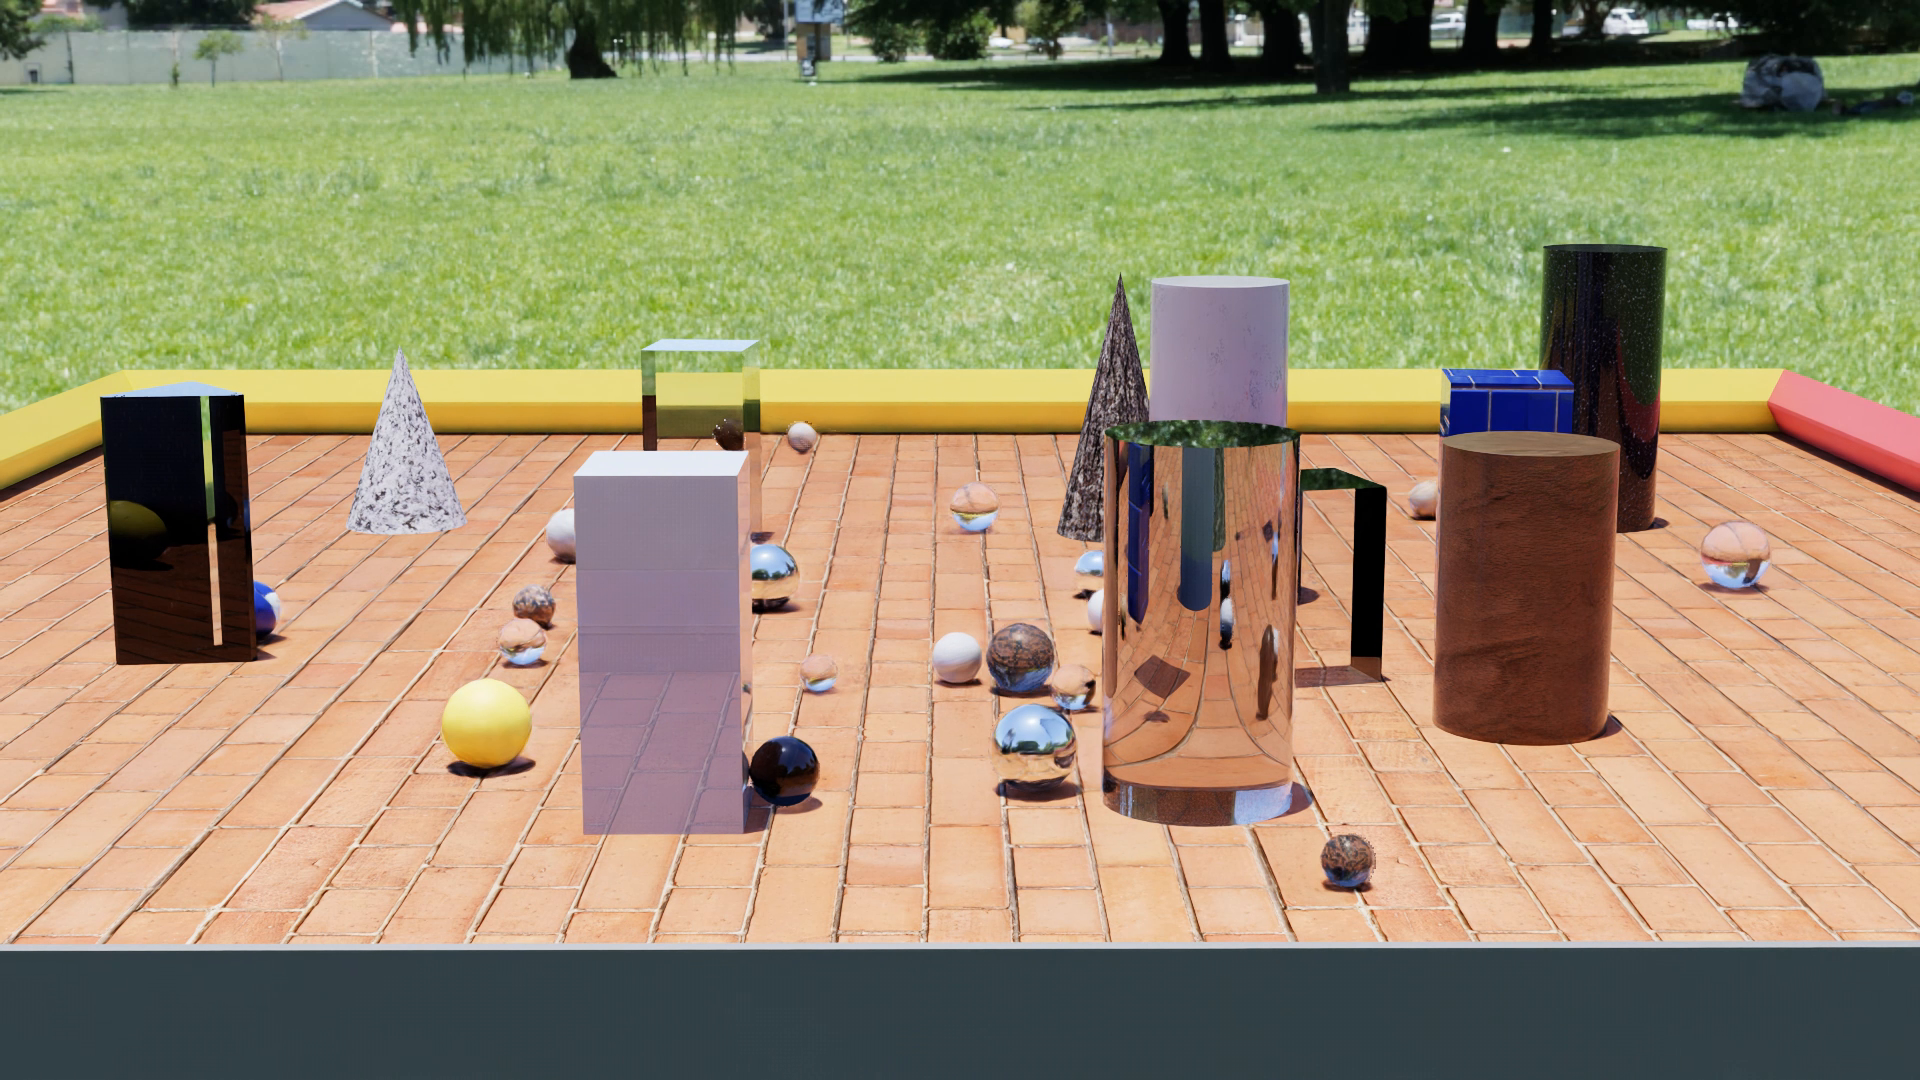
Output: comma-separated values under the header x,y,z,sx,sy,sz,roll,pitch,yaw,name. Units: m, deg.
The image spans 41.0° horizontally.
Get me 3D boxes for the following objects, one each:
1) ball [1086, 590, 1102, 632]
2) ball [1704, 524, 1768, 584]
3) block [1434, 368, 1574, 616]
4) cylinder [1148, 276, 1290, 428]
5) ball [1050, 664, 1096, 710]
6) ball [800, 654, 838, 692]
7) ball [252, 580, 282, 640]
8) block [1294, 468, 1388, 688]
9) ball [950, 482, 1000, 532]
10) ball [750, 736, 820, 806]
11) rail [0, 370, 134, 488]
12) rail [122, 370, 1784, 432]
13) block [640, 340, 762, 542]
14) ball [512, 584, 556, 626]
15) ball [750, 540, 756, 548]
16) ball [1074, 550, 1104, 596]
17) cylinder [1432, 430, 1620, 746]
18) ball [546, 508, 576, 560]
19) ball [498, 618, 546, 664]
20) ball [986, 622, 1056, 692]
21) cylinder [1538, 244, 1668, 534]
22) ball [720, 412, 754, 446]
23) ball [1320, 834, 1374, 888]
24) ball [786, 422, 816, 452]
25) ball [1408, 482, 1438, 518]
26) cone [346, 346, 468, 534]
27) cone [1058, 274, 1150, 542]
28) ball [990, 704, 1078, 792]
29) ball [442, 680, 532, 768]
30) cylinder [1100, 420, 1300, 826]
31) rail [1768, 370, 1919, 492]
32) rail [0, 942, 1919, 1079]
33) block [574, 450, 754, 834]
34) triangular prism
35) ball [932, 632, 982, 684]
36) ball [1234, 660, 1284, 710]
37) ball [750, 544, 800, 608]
x,y,z,sx,sy,sz,roll,pitch,yaw,name
0.194,0.092,3.308,0.061,0.061,0.061,0,11,0,ball
1.087,0.020,3.596,0.085,0.085,0.085,0,11,0,ball
0.705,-0.050,3.342,0.153,0.327,0.153,1,11,6,block
0.358,-0.144,3.565,0.191,0.430,0.191,0,11,0,cylinder
0.129,0.167,2.923,0.053,0.053,0.053,0,11,0,ball
-0.165,0.156,3.007,0.045,0.045,0.045,0,11,0,ball
-0.905,0.090,3.273,0.077,0.077,0.077,0,11,0,ball
0.407,0.044,3.084,0.153,0.236,0.153,-3,11,-15,block
0.023,-0.052,4.035,0.077,0.077,0.077,0,11,0,ball
-0.173,0.229,2.545,0.069,0.069,0.069,0,11,0,ball
-1.629,0.034,3.440,0.045,0.124,3.382,0,11,0,rail
-0.010,-0.273,5.088,3.306,0.124,0.045,0,11,0,rail
-0.393,-0.147,3.924,0.153,0.304,0.153,1,11,5,block
-0.556,0.087,3.345,0.056,0.056,0.056,0,11,0,ball
-0.307,0.032,3.605,0.068,0.068,0.068,0,11,0,ball
0.189,0.046,3.540,0.065,0.065,0.065,0,11,0,ball
0.624,0.050,2.835,0.191,0.316,0.191,0,11,0,cylinder
-0.574,-0.008,3.795,0.077,0.077,0.077,0,11,0,ball
-0.536,0.124,3.141,0.058,0.058,0.058,0,11,0,ball
0.071,0.138,3.005,0.081,0.081,0.081,0,11,0,ball
1.014,-0.243,4.073,0.191,0.439,0.191,0,11,0,cylinder
-0.427,-0.213,4.923,0.068,0.068,0.068,0,11,0,ball
0.346,0.287,2.296,0.047,0.047,0.047,0,11,0,ball
-0.300,-0.194,4.857,0.056,0.056,0.056,0,11,0,ball
0.756,-0.065,4.149,0.060,0.060,0.060,0,11,0,ball
-0.885,-0.168,4.078,0.191,0.288,0.191,0,11,0,cone
0.247,-0.213,3.993,0.191,0.409,0.191,0,11,0,cone
0.075,0.210,2.594,0.089,0.089,0.089,0,11,0,ball
-0.494,0.192,2.681,0.093,0.093,0.093,0,11,0,ball
0.236,0.078,2.537,0.191,0.370,0.191,0,11,0,cylinder
1.629,0.030,3.458,0.045,0.124,3.382,0,11,0,rail
0.010,0.337,1.810,3.306,0.124,0.045,0,11,0,rail
-0.284,0.097,2.496,0.153,0.347,0.153,0,11,-1,block
-0.959,-0.024,3.193,0.165,0.331,0.143,-1,11,-7,triangular prism
-0.003,0.140,3.047,0.061,0.061,0.061,0,11,0,ball
0.341,0.165,2.922,0.056,0.056,0.056,0,11,0,ball
-0.261,0.049,3.462,0.088,0.088,0.088,0,11,0,ball
